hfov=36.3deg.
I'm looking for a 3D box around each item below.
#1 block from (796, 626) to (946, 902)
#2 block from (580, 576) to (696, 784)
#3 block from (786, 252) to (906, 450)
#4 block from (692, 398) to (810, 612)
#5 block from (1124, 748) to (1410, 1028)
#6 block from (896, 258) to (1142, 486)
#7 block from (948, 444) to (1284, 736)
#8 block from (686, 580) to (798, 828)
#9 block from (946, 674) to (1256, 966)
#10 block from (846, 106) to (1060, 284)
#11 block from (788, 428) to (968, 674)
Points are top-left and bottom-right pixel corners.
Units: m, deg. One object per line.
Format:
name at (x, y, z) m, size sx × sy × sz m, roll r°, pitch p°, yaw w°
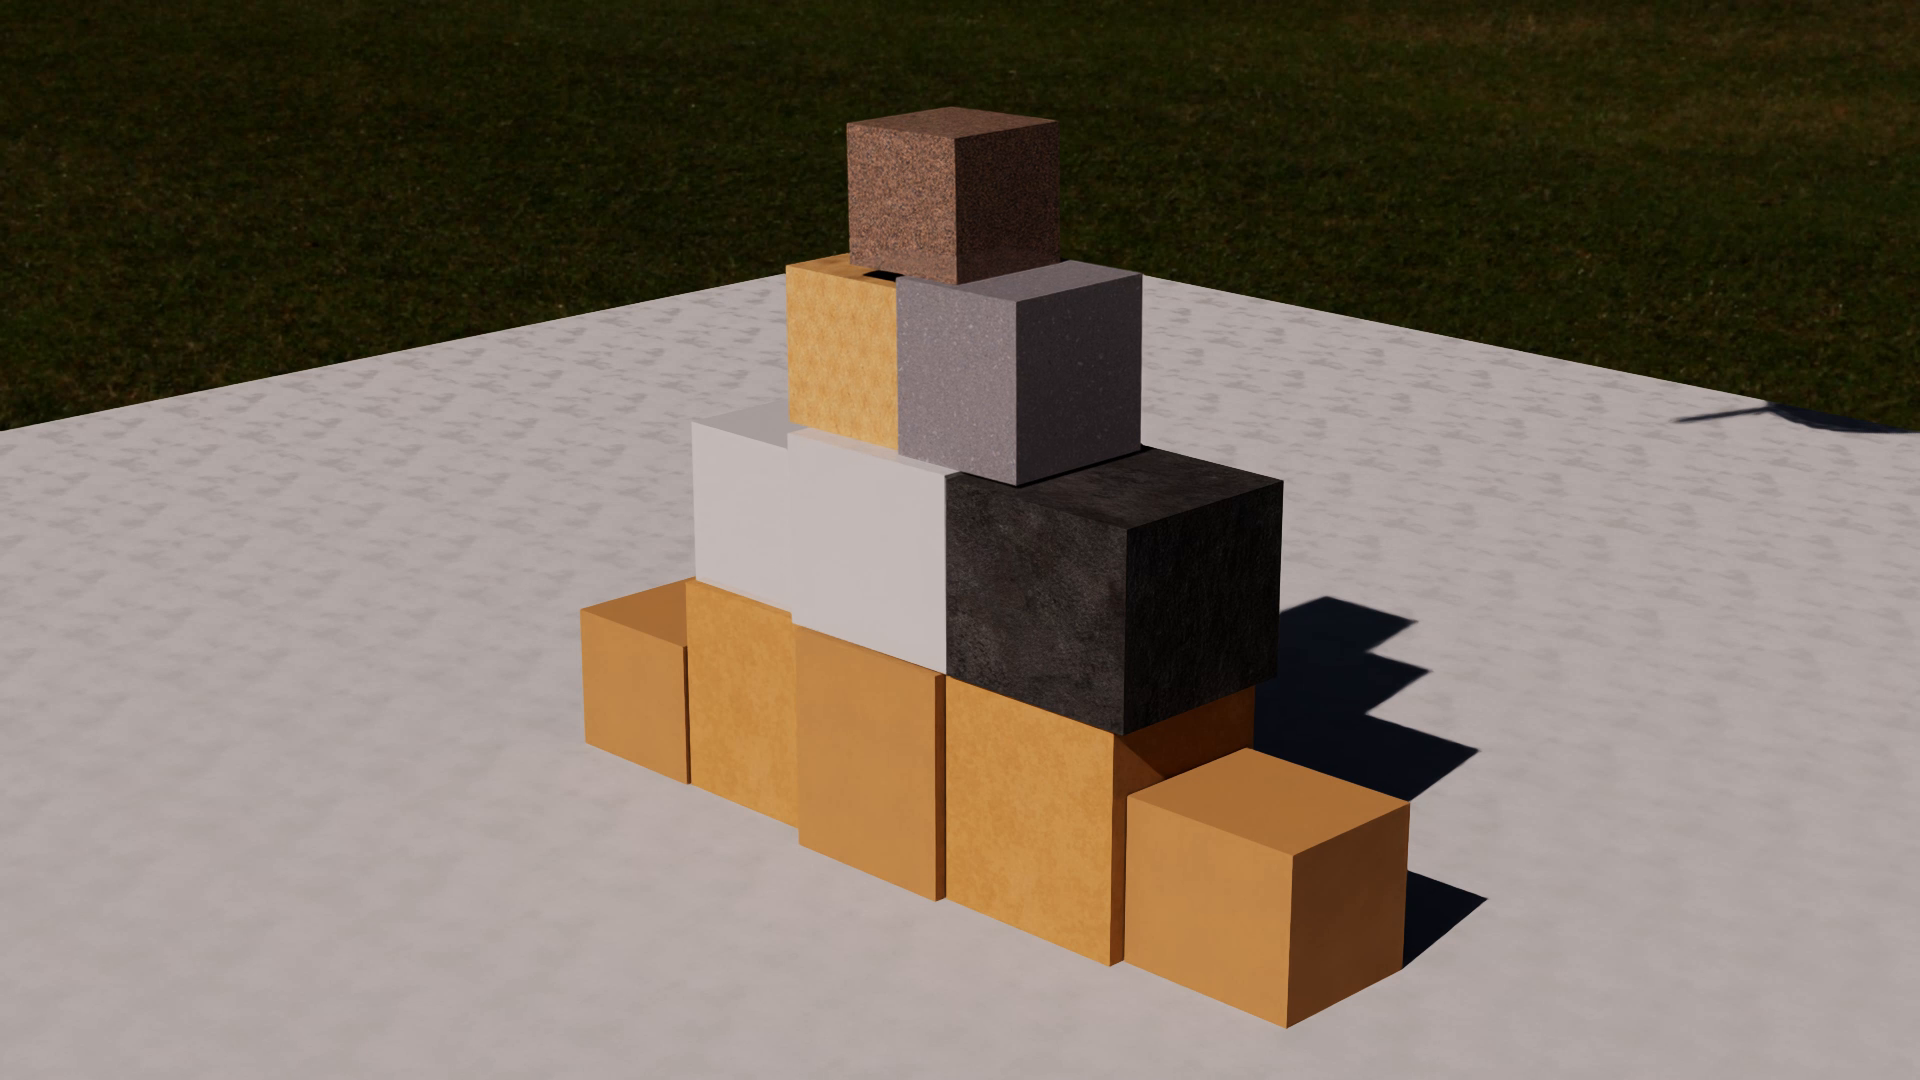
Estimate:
block at (-0.055, 0.902, 13.680) m, size 1.070 × 1.076 × 0.915 m, roll -17°, pitch 24°, yaw -42°
block at (-1.336, 0.691, 14.942) m, size 0.847 × 0.723 × 0.808 m, roll -17°, pitch 24°, yaw -42°
block at (-0.251, -0.893, 13.351) m, size 0.748 × 0.731 × 0.765 m, roll -17°, pitch 24°, yaw -42°
block at (-0.720, -0.174, 14.063) m, size 0.739 × 0.795 × 0.845 m, roll -17°, pitch 24°, yaw -42°
block at (1.296, 1.455, 12.434) m, size 0.782 × 0.768 × 0.890 m, roll -17°, pitch 24°, yaw -42°
block at (0.261, -0.767, 12.819) m, size 0.792 × 0.795 × 0.721 m, roll -17°, pitch 23°, yaw -42°
block at (0.666, 0.169, 12.703) m, size 1.006 × 0.894 × 1.035 m, roll -17°, pitch 24°, yaw -42°
block at (-0.703, 0.714, 14.317) m, size 0.848 × 1.053 × 0.921 m, roll -17°, pitch 24°, yaw -42°
block at (0.616, 1.106, 13.020) m, size 0.925 × 1.083 × 0.990 m, roll -17°, pitch 24°, yaw -42°
block at (-0.027, -1.522, 12.868) m, size 0.643 × 0.626 × 0.668 m, roll -17°, pitch 23°, yaw -42°
block at (-0.084, -0.049, 13.387) m, size 0.956 × 0.907 × 1.010 m, roll -17°, pitch 24°, yaw -42°
